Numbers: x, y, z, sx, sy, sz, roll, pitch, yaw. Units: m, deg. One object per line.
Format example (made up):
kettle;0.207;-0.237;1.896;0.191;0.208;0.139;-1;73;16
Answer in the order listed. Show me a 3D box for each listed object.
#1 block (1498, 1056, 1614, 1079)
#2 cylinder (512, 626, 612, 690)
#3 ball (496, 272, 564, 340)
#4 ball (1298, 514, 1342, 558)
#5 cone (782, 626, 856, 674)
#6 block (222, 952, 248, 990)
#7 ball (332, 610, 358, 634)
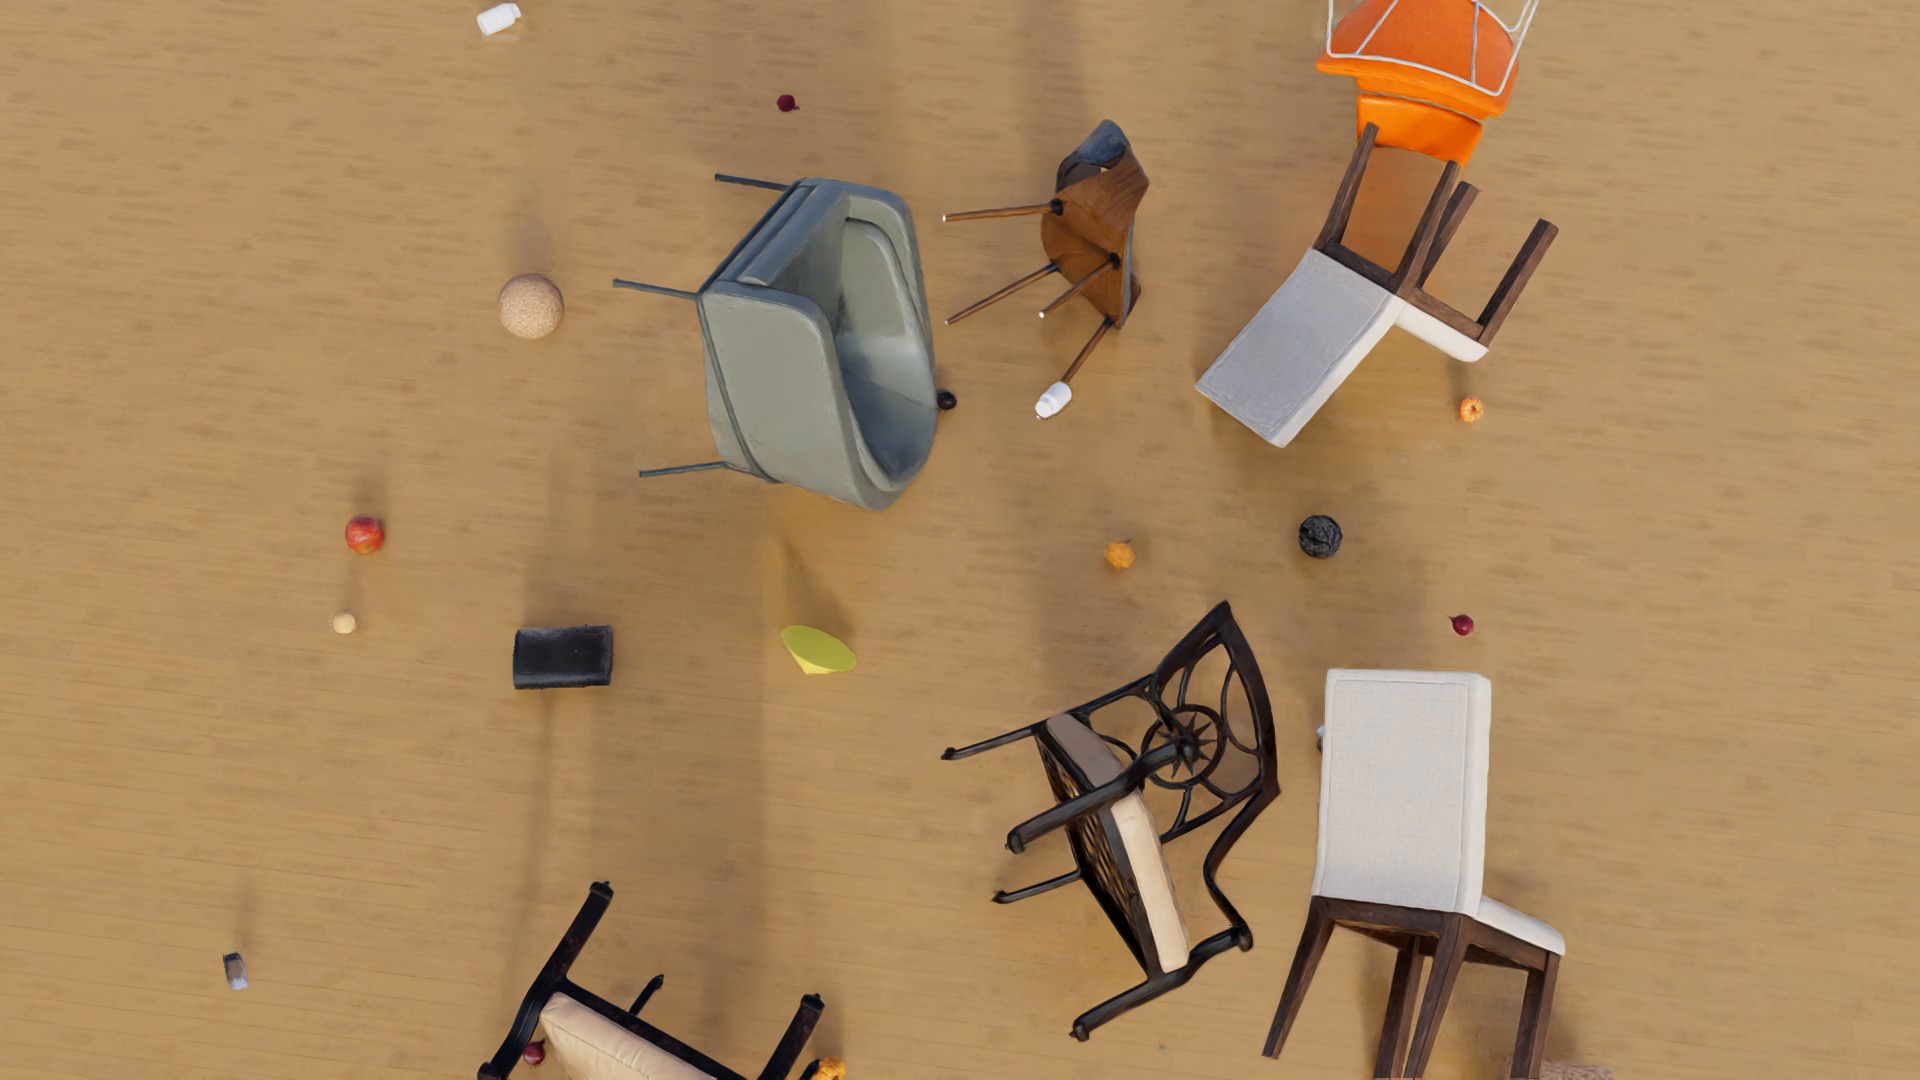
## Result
block;1.476;1.459;5.458;0.255;0.194;0.262;6;49;4
cylinder;-1.132;0.335;6.277;0.262;0.116;0.206;-3;46;-2
ball;-1.356;-0.739;6.944;0.209;0.209;0.209;0;56;0
ball;1.065;-0.011;6.503;0.129;0.129;0.129;0;56;0
cone;-0.422;0.348;6.297;0.233;0.094;0.223;18;23;-18
block;-1.901;1.132;5.773;0.037;0.067;0.071;-17;58;-10
ball;-1.783;0.238;6.371;0.072;0.072;0.072;0;56;0
